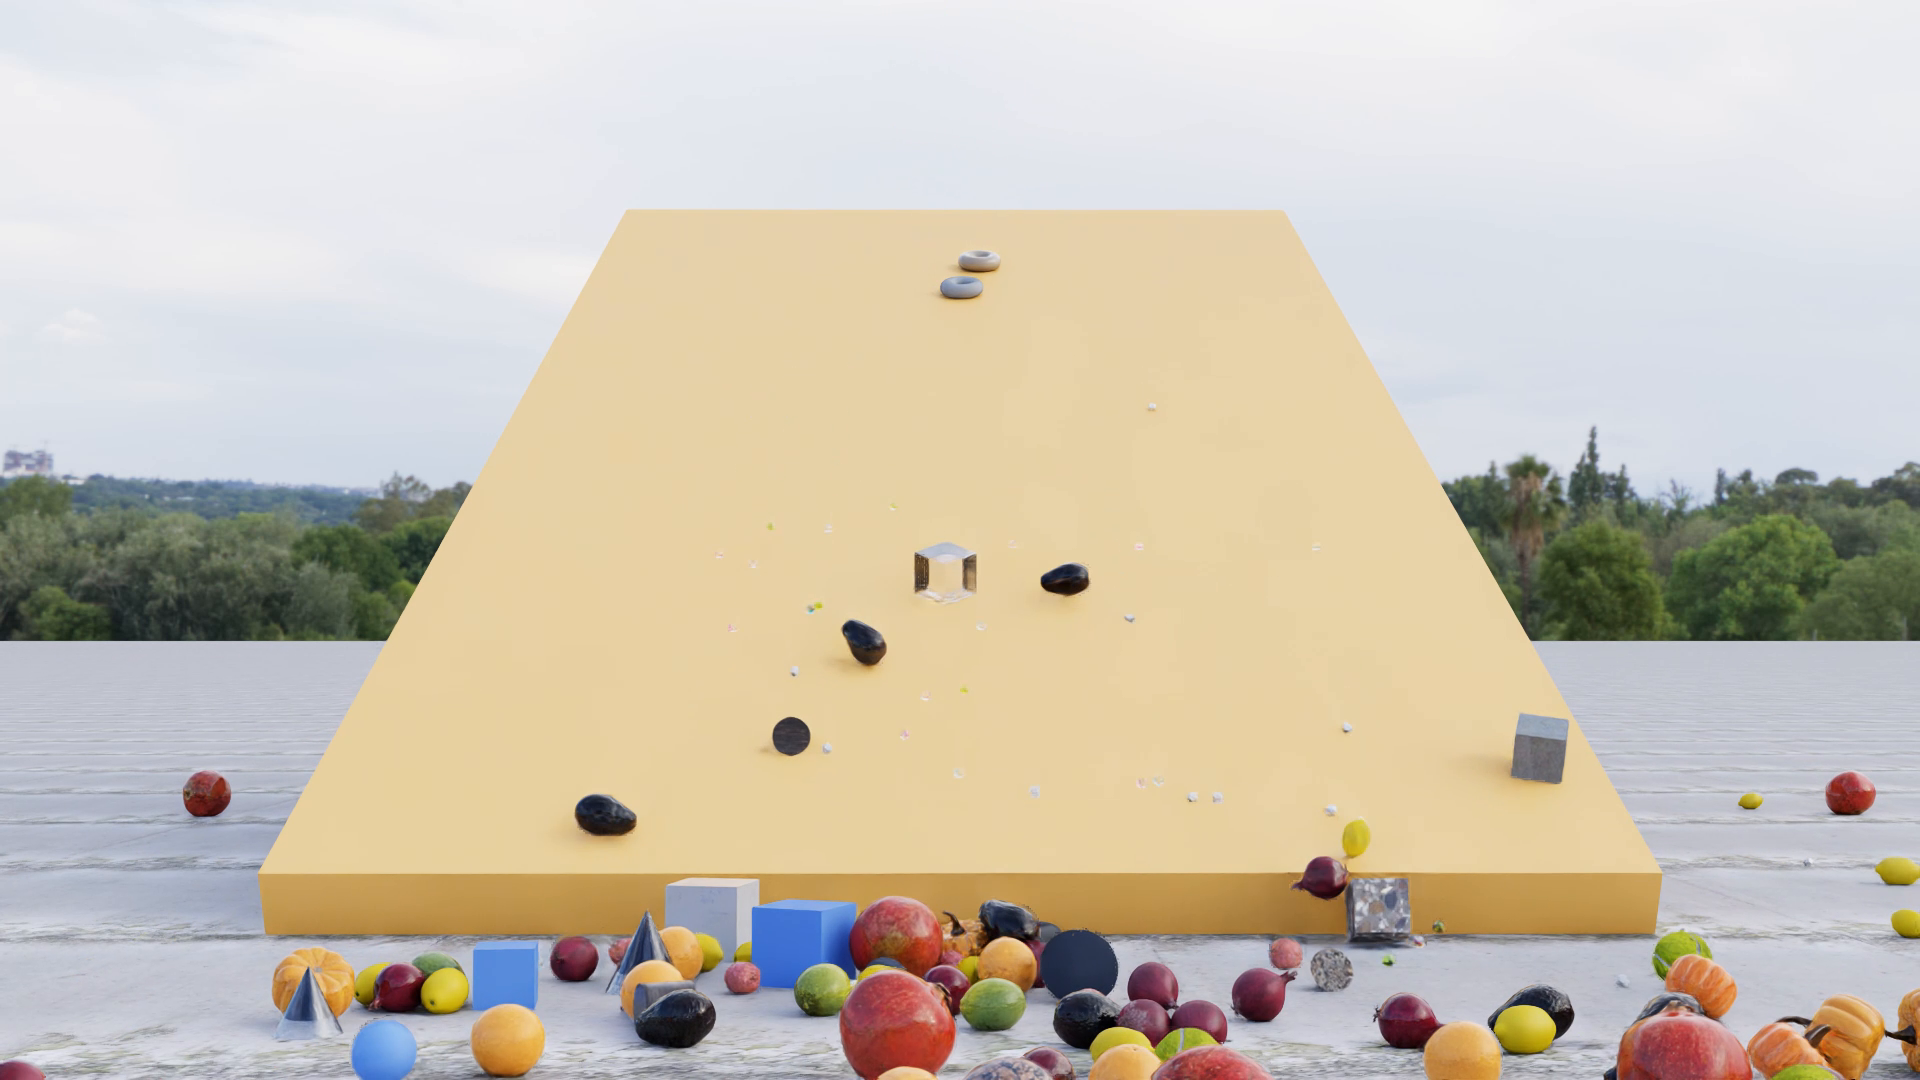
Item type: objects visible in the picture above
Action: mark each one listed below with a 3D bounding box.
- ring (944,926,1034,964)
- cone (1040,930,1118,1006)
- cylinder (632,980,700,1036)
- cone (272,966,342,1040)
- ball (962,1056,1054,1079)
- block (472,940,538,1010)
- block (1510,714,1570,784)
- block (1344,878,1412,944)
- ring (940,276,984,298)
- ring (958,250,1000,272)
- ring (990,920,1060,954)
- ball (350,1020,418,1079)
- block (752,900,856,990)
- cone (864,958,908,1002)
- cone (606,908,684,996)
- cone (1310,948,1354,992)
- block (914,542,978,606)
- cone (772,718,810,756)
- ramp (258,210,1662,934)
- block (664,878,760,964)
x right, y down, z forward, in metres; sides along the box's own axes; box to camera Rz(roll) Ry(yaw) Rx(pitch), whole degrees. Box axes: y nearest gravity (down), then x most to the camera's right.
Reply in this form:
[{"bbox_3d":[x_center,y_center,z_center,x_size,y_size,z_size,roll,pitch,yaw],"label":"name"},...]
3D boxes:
[{"bbox_3d":[0.039,0.537,3.035,0.122,0.041,0.122,-1,-3,0],"label":"ring"},{"bbox_3d":[0.136,0.523,2.727,0.093,0.093,0.093,0,-29,-6],"label":"cone"},{"bbox_3d":[-0.318,0.505,2.473,0.057,0.057,0.057,11,-7,-26],"label":"cylinder"},{"bbox_3d":[-0.704,0.496,2.477,0.074,0.074,0.074,0,-2,0],"label":"cone"},{"bbox_3d":[0.038,0.459,1.823,0.094,0.094,0.094,0,-2,0],"label":"ball"},{"bbox_3d":[-0.528,0.507,2.668,0.069,0.069,0.069,0,-2,-7],"label":"block"},{"bbox_3d":[0.897,0.323,3.546,0.076,0.076,0.076,7,23,16],"label":"block"},{"bbox_3d":[0.579,0.514,3.176,0.076,0.076,0.076,0,-20,1],"label":"block"},{"bbox_3d":[0.005,-0.671,6.085,0.116,0.039,0.116,-1,23,0],"label":"ring"},{"bbox_3d":[0.054,-0.771,6.338,0.120,0.040,0.120,1,21,0],"label":"ring"},{"bbox_3d":[0.087,0.543,3.139,0.108,0.036,0.108,1,-2,0],"label":"ring"},{"bbox_3d":[-0.552,0.491,2.196,0.062,0.062,0.062,0,-2,0],"label":"ball"},{"bbox_3d":[-0.193,0.500,2.841,0.096,0.096,0.096,-1,-3,24],"label":"block"},{"bbox_3d":[-0.095,0.531,2.722,0.055,0.055,0.055,1,-29,-18],"label":"cone"},{"bbox_3d":[-0.380,0.496,2.781,0.099,0.099,0.099,0,-2,0],"label":"cone"},{"bbox_3d":[0.446,0.535,2.804,0.054,0.054,0.054,1,-29,-12],"label":"cone"},{"bbox_3d":[-0.026,0.061,4.191,0.081,0.081,0.081,-19,29,-40],"label":"block"},{"bbox_3d":[-0.271,0.311,3.634,0.061,0.061,0.061,0,-5,-11],"label":"cone"},{"bbox_3d":[-0.006,-0.219,5.139,2.000,0.100,4.000,0,22,0],"label":"ramp"},{"bbox_3d":[-0.331,0.508,3.070,0.099,0.099,0.099,-1,-2,12],"label":"block"}]
